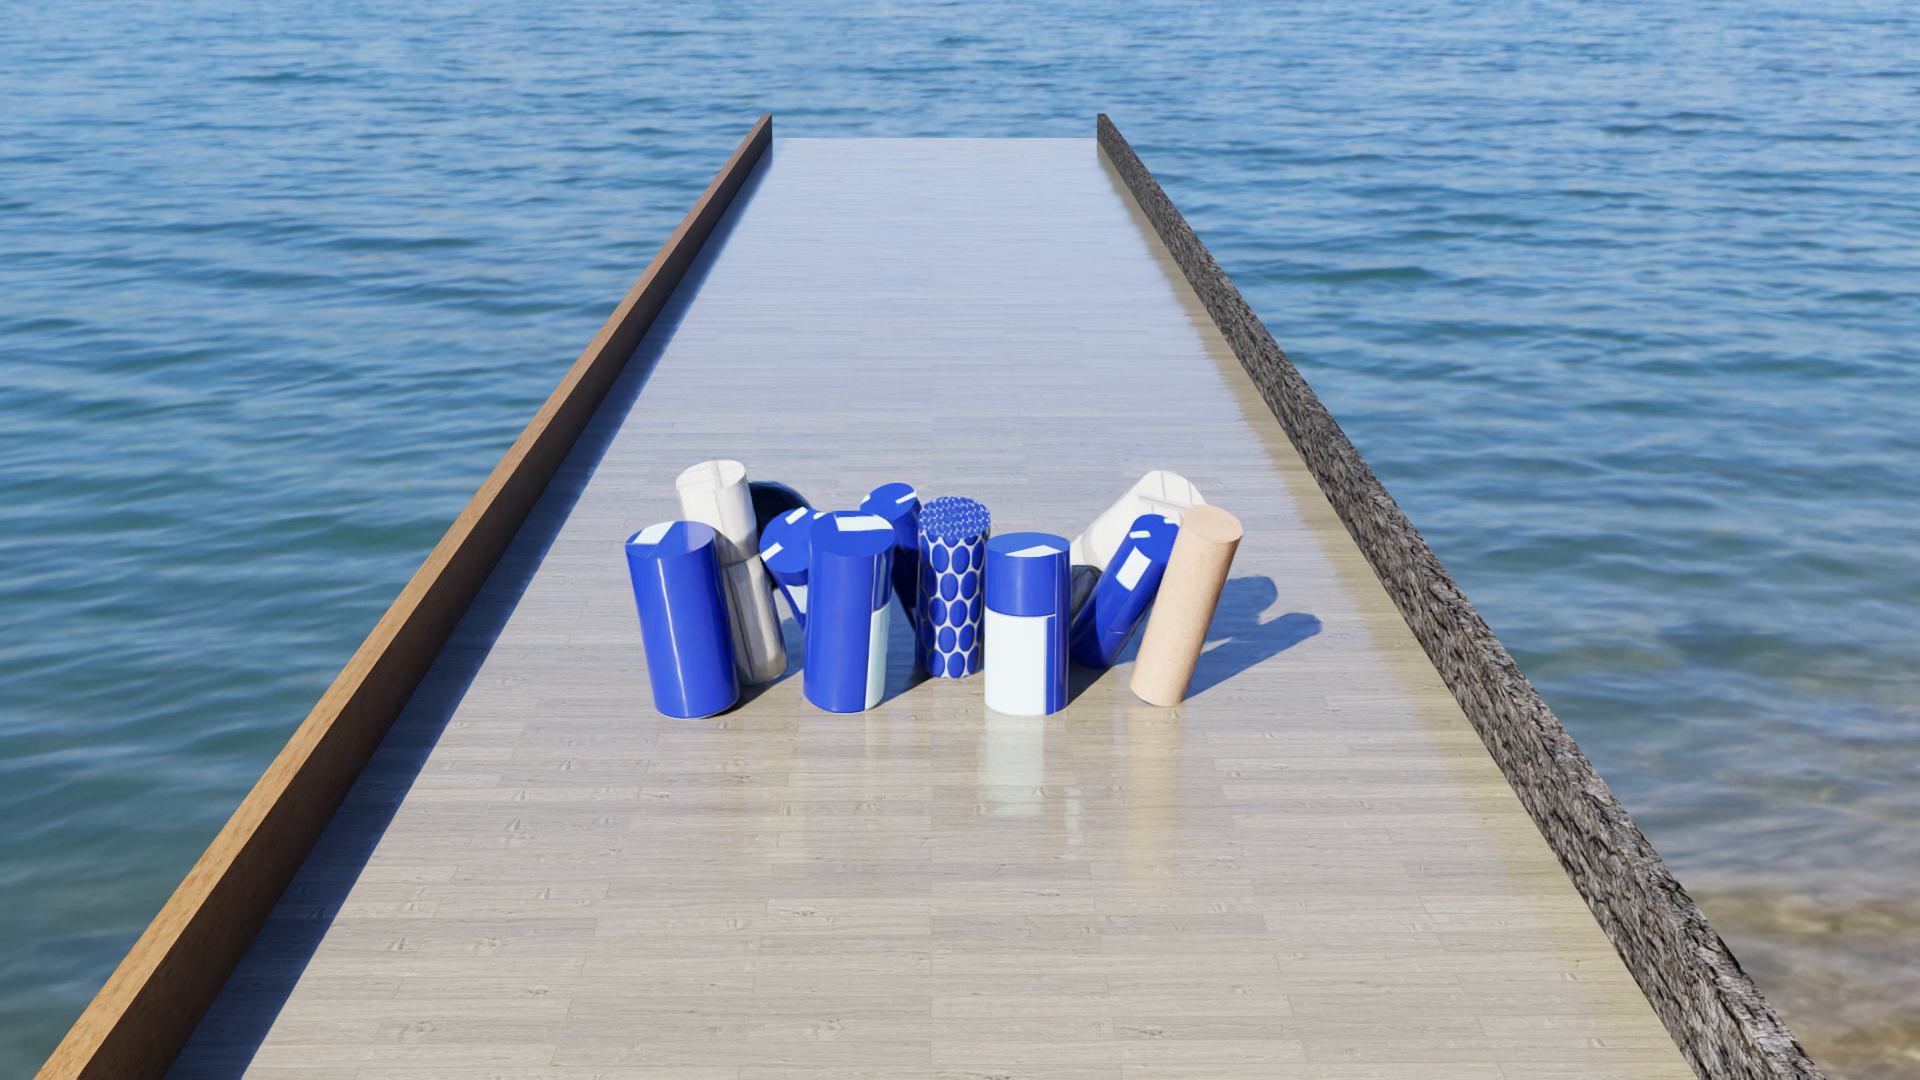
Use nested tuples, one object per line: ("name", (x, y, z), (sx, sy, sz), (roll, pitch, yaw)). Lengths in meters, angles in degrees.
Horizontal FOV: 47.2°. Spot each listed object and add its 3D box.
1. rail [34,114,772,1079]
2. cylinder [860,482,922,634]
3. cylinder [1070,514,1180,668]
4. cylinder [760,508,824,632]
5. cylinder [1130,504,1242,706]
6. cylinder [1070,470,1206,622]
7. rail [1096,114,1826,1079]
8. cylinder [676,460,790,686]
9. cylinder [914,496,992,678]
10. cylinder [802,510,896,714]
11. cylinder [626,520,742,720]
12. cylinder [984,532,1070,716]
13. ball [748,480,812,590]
("rail", (-1.118, -0.838, 7.780), (0.050, 0.150, 12.000), (0, 17, -1))
("cylinder", (-0.086, 0.057, 4.385), (0.116, 0.360, 0.116), (-13, 40, 11))
("cylinder", (0.318, 0.103, 4.253), (0.115, 0.370, 0.115), (11, 52, -14))
("cylinder", (-0.268, 0.095, 4.274), (0.145, 0.354, 0.145), (-7, 56, 11))
("cylinder", (0.417, 0.125, 4.092), (0.111, 0.395, 0.111), (9, 36, -7))
("cylinder", (0.309, 0.036, 4.397), (0.162, 0.162, 0.425), (-14, -20, -39))
("rail", (0.932, -0.844, 7.801), (0.050, 0.150, 12.000), (0, 17, -1))
("cylinder", (-0.434, 0.066, 4.220), (0.132, 0.428, 0.132), (-8, 29, 4))
("cylinder", (-0.016, 0.093, 4.269), (0.138, 0.340, 0.138), (1, 37, -1))
("cylinder", (-0.209, 0.136, 4.092), (0.156, 0.356, 0.156), (4, 34, -2))
("cylinder", (-0.514, 0.149, 4.104), (0.166, 0.332, 0.166), (-6, 24, 3))
("cylinder", (0.127, 0.158, 4.146), (0.160, 0.313, 0.160), (0, 17, 0))
("ball", (-0.388, -0.008, 4.374), (0.221, 0.221, 0.221), (0, 17, 0))
